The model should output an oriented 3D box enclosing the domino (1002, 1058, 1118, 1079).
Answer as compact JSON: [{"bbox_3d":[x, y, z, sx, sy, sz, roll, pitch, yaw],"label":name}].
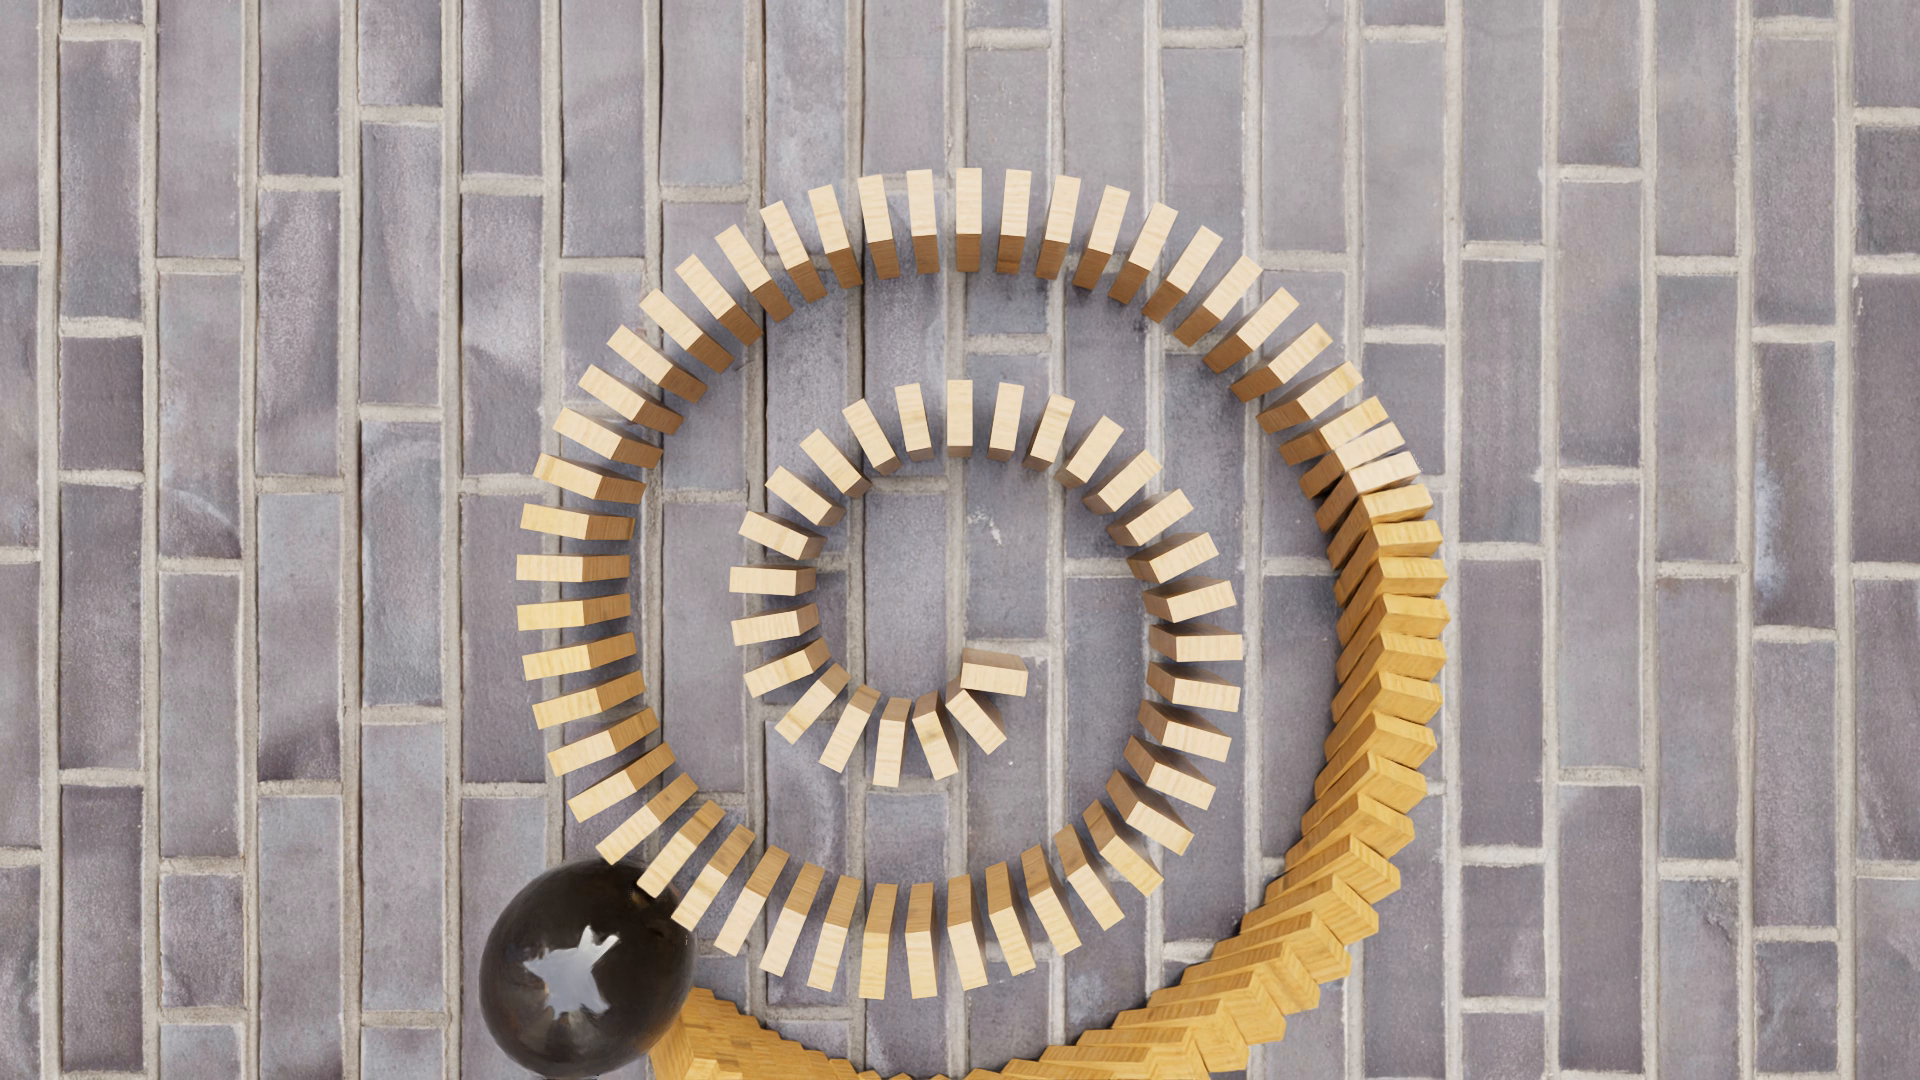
[{"bbox_3d":[0.043,0.234,0.382,0.050,0.009,0.025,-14,90,34],"label":"domino"}]

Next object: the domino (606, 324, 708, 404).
[{"bbox_3d":[-0.122,-0.071,0.375,0.025,0.050,0.009,39,90,0],"label":"domino"}]

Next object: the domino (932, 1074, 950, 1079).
[{"bbox_3d":[0.008,0.246,0.382,0.050,0.010,0.025,3,90,35],"label":"domino"}]

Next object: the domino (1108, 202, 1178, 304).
[{"bbox_3d":[0.074,-0.116,0.375,0.010,0.050,0.025,25,90,0],"label":"domino"}]

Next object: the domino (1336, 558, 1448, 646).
[{"bbox_3d":[0.177,0.026,0.377,0.025,0.050,0.009,1,52,0],"label":"domino"}]

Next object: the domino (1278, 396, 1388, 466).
[{"bbox_3d":[0.151,-0.044,0.375,0.025,0.050,0.009,-31,87,0],"label":"domino"}]

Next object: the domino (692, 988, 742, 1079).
[{"bbox_3d":[-0.106,0.212,0.376,0.009,0.050,0.025,26,90,-32],"label":"domino"}]

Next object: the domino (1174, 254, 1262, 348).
[{"bbox_3d":[0.104,-0.097,0.375,0.010,0.050,0.025,39,90,0],"label":"domino"}]

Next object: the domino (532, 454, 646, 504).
[{"bbox_3d":[-0.150,-0.024,0.375,0.025,0.050,0.009,21,90,0],"label":"domino"}]

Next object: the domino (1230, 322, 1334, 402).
[{"bbox_3d":[0.130,-0.071,0.375,0.025,0.050,0.009,-41,90,0],"label":"domino"}]

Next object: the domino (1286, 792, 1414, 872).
[{"bbox_3d":[0.161,0.128,0.381,0.025,0.010,0.050,28,126,0],"label":"domino"}]

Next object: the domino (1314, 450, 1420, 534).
[{"bbox_3d":[0.165,-0.018,0.375,0.025,0.050,0.009,-19,70,0],"label":"domino"}]

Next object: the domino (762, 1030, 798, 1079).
[{"bbox_3d":[-0.077,0.230,0.376,0.010,0.050,0.025,26,91,-32],"label":"domino"}]

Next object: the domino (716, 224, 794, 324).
[{"bbox_3d":[-0.083,-0.108,0.375,0.010,0.050,0.025,-34,90,0],"label":"domino"}]

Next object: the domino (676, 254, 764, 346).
[{"bbox_3d":[-0.097,-0.097,0.375,0.009,0.050,0.025,-40,90,0],"label":"domino"}]

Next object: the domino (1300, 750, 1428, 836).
[{"bbox_3d":[0.167,0.111,0.381,0.025,0.009,0.050,23,127,0],"label":"domino"}]

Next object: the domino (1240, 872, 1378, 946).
[{"bbox_3d":[0.145,0.160,0.382,0.025,0.010,0.050,43,125,0],"label":"domino"}]

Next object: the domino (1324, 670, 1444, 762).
[{"bbox_3d":[0.174,0.076,0.380,0.025,0.010,0.050,14,131,0],"label":"domino"}]

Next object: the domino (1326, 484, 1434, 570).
[{"bbox_3d":[0.171,-0.005,0.376,0.025,0.050,0.009,-12,64,0],"label":"domino"}]

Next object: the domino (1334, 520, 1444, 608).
[{"bbox_3d":[0.175,0.011,0.376,0.025,0.050,0.009,-4,57,0],"label":"domino"}]

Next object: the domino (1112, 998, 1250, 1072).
[{"bbox_3d":[0.091,0.208,0.382,0.050,0.009,0.025,-29,90,34],"label":"domino"}]

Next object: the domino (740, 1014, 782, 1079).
[{"bbox_3d":[-0.087,0.223,0.376,0.010,0.050,0.025,26,90,-32],"label":"domino"}]

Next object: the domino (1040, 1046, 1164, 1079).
[{"bbox_3d":[0.060,0.226,0.382,0.050,0.009,0.025,-21,90,34],"label":"domino"}]

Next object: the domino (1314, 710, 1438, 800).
[{"bbox_3d":[0.171,0.094,0.381,0.025,0.010,0.050,18,129,0],"label":"domino"}]

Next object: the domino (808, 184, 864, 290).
[{"bbox_3d":[-0.050,-0.123,0.375,0.009,0.050,0.025,-16,90,0],"label":"domino"}]

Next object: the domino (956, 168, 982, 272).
[{"bbox_3d":[0.003,-0.130,0.375,0.009,0.050,0.025,0,90,0],"label":"domino"}]

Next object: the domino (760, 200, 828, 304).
[{"bbox_3d":[-0.067,-0.117,0.375,0.009,0.050,0.025,-25,90,0],"label":"domino"}]

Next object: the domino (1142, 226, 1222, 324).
[{"bbox_3d":[0.090,-0.107,0.375,0.010,0.050,0.025,33,90,0],"label":"domino"}]

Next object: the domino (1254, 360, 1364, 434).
[{"bbox_3d":[0.141,-0.057,0.375,0.025,0.050,0.009,-37,90,0],"label":"domino"}]

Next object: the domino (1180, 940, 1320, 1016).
[{"bbox_3d":[0.120,0.186,0.382,0.050,0.009,0.025,-37,90,35],"label":"domino"}]

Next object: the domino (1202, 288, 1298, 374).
[{"bbox_3d":[0.118,-0.085,0.375,0.009,0.050,0.025,44,90,0],"label":"domino"}]

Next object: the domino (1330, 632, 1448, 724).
[{"bbox_3d":[0.176,0.059,0.379,0.025,0.010,0.050,9,134,0],"label":"domino"}]

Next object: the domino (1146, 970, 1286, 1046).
[{"bbox_3d":[0.106,0.198,0.382,0.050,0.010,0.025,-32,90,34],"label":"domino"}]

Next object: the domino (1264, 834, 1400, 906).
[{"bbox_3d":[0.154,0.145,0.382,0.025,0.010,0.050,36,126,0],"label":"domino"}]

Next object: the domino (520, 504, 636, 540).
[{"bbox_3d":[-0.155,-0.007,0.375,0.025,0.050,0.009,10,90,0],"label":"domino"}]

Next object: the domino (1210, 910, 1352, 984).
[{"bbox_3d":[0.133,0.175,0.382,0.025,0.010,0.050,51,125,0],"label":"domino"}]

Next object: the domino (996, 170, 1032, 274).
[{"bbox_3d":[0.021,-0.129,0.375,0.009,0.050,0.025,5,90,0],"label":"domino"}]

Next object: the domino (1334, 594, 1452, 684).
[{"bbox_3d":[0.177,0.043,0.379,0.025,0.050,0.009,7,47,0],"label":"domino"}]

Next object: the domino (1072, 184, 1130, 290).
[{"bbox_3d":[0.057,-0.122,0.375,0.009,0.050,0.025,16,90,0],"label":"domino"}]

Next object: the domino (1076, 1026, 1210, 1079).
[{"bbox_3d":[0.076,0.218,0.382,0.050,0.010,0.025,-23,90,34],"label":"domino"}]

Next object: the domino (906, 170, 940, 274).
[{"bbox_3d":[-0.015,-0.129,0.375,0.009,0.050,0.025,-5,90,0],"label":"domino"}]

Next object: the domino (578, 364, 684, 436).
[{"bbox_3d":[-0.133,-0.056,0.375,0.025,0.050,0.010,34,90,0],"label":"domino"}]

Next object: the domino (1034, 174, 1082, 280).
[{"bbox_3d":[0.039,-0.126,0.375,0.009,0.050,0.025,10,90,0],"label":"domino"}]

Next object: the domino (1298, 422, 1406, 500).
[{"bbox_3d":[0.159,-0.031,0.375,0.025,0.050,0.010,-25,78,0],"label":"domino"}]

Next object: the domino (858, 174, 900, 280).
[{"bbox_3d":[-0.033,-0.127,0.375,0.009,0.050,0.025,-10,90,0],"label":"domino"}]

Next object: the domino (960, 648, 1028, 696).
[{"bbox_3d":[0.013,0.053,0.375,0.025,0.050,0.009,8,90,0],"label":"domino"}]

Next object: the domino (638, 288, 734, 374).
[{"bbox_3d":[-0.110,-0.084,0.375,0.025,0.050,0.010,44,90,0],"label":"domino"}]

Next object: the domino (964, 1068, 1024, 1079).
[{"bbox_3d":[0.026,0.240,0.382,0.050,0.010,0.025,-10,90,34],"label":"domino"}]

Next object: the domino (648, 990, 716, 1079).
[{"bbox_3d":[-0.116,0.207,0.376,0.009,0.050,0.025,26,90,-32],"label":"domino"}]

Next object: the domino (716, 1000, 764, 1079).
[{"bbox_3d":[-0.096,0.217,0.376,0.010,0.050,0.025,26,90,-32],"label":"domino"}]

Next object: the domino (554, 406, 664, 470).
[{"bbox_3d":[-0.142,-0.041,0.375,0.025,0.050,0.009,28,90,0],"label":"domino"}]
